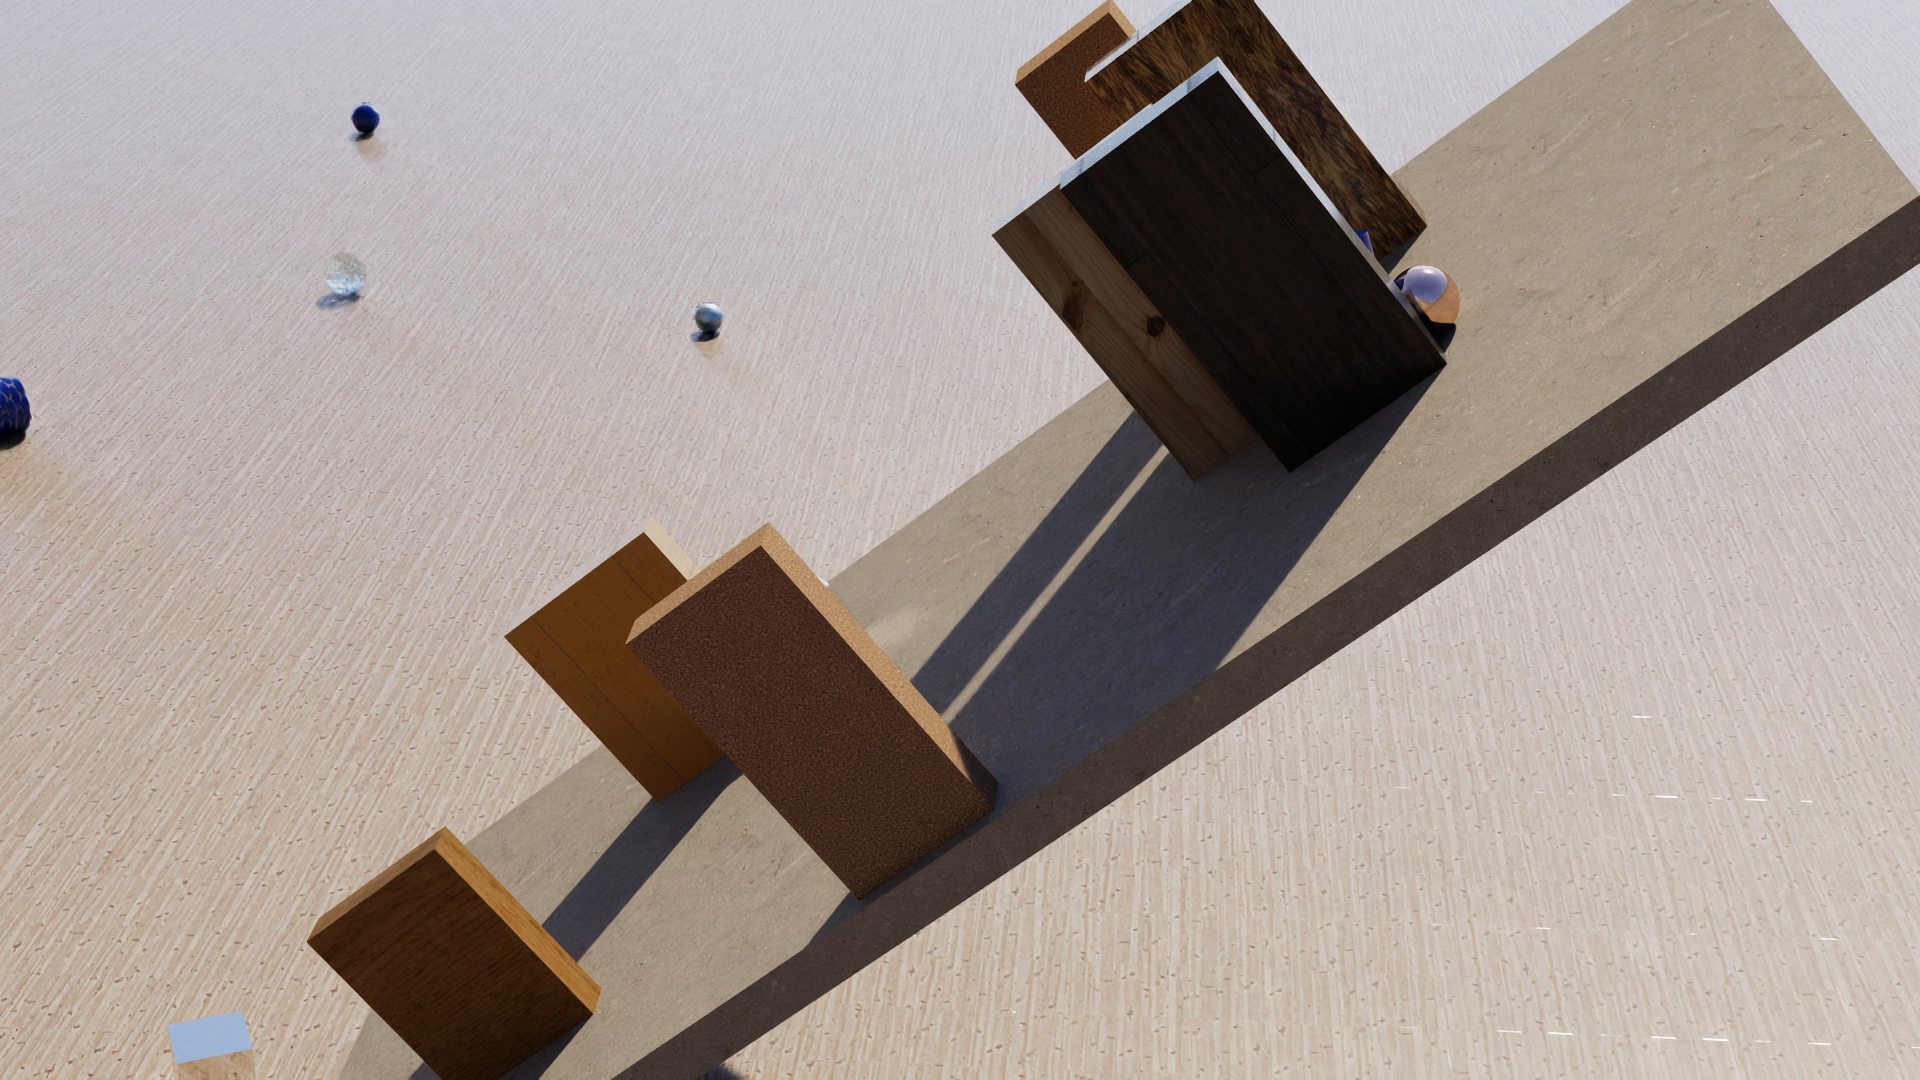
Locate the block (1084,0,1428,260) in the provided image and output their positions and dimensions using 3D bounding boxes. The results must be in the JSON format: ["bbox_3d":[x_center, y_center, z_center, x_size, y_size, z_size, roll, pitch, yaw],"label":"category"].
[{"bbox_3d":[0.648,-0.858,6.430,0.392,0.711,0.108,-36,16,18],"label":"block"}]

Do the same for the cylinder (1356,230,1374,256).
[{"bbox_3d":[0.741,-0.490,5.867,0.204,0.204,0.204,-17,9,3],"label":"cylinder"}]

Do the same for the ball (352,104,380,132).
[{"bbox_3d":[-2.962,-2.100,14.660,0.140,0.140,0.140,0,24,0],"label":"ball"}]

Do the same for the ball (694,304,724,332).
[{"bbox_3d":[-1.020,-0.902,11.938,0.117,0.117,0.117,0,24,0],"label":"ball"}]

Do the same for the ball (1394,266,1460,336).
[{"bbox_3d":[0.914,-0.470,5.807,0.145,0.145,0.145,0,24,0],"label":"ball"}]

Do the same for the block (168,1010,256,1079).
[{"bbox_3d":[-1.760,1.245,6.933,0.174,0.174,0.174,-9,25,-19],"label":"block"}]

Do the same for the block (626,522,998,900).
[{"bbox_3d":[-0.269,0.323,5.443,0.327,0.669,0.107,-36,16,18],"label":"block"}]

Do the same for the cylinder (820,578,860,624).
[{"bbox_3d":[-0.353,0.215,6.831,0.186,0.186,0.186,-37,21,12],"label":"cylinder"}]

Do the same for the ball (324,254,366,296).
[{"bbox_3d":[-2.581,-1.115,12.354,0.175,0.175,0.175,0,24,0],"label":"ball"}]

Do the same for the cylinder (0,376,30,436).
[{"bbox_3d":[-3.574,-0.485,10.867,0.204,0.204,0.204,-18,29,-35],"label":"cylinder"}]

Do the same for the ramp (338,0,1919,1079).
[{"bbox_3d":[0.122,0.184,6.337,4.000,0.100,2.000,-36,16,18],"label":"ramp"}]

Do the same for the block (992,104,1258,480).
[{"bbox_3d":[0.436,-0.500,6.017,0.406,0.677,0.092,-36,16,18],"label":"block"}]

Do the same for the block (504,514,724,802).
[{"bbox_3d":[-0.709,0.280,6.825,0.435,0.541,0.097,-36,16,18],"label":"block"}]

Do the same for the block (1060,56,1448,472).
[{"bbox_3d":[0.568,-0.524,5.674,0.375,0.730,0.108,-36,16,18],"label":"block"}]

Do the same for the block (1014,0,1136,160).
[{"bbox_3d":[0.469,-0.860,6.787,0.271,0.749,0.141,-36,16,18],"label":"block"}]

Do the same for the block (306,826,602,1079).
[{"bbox_3d":[-1.044,0.880,6.081,0.365,0.483,0.095,-36,16,18],"label":"block"}]
